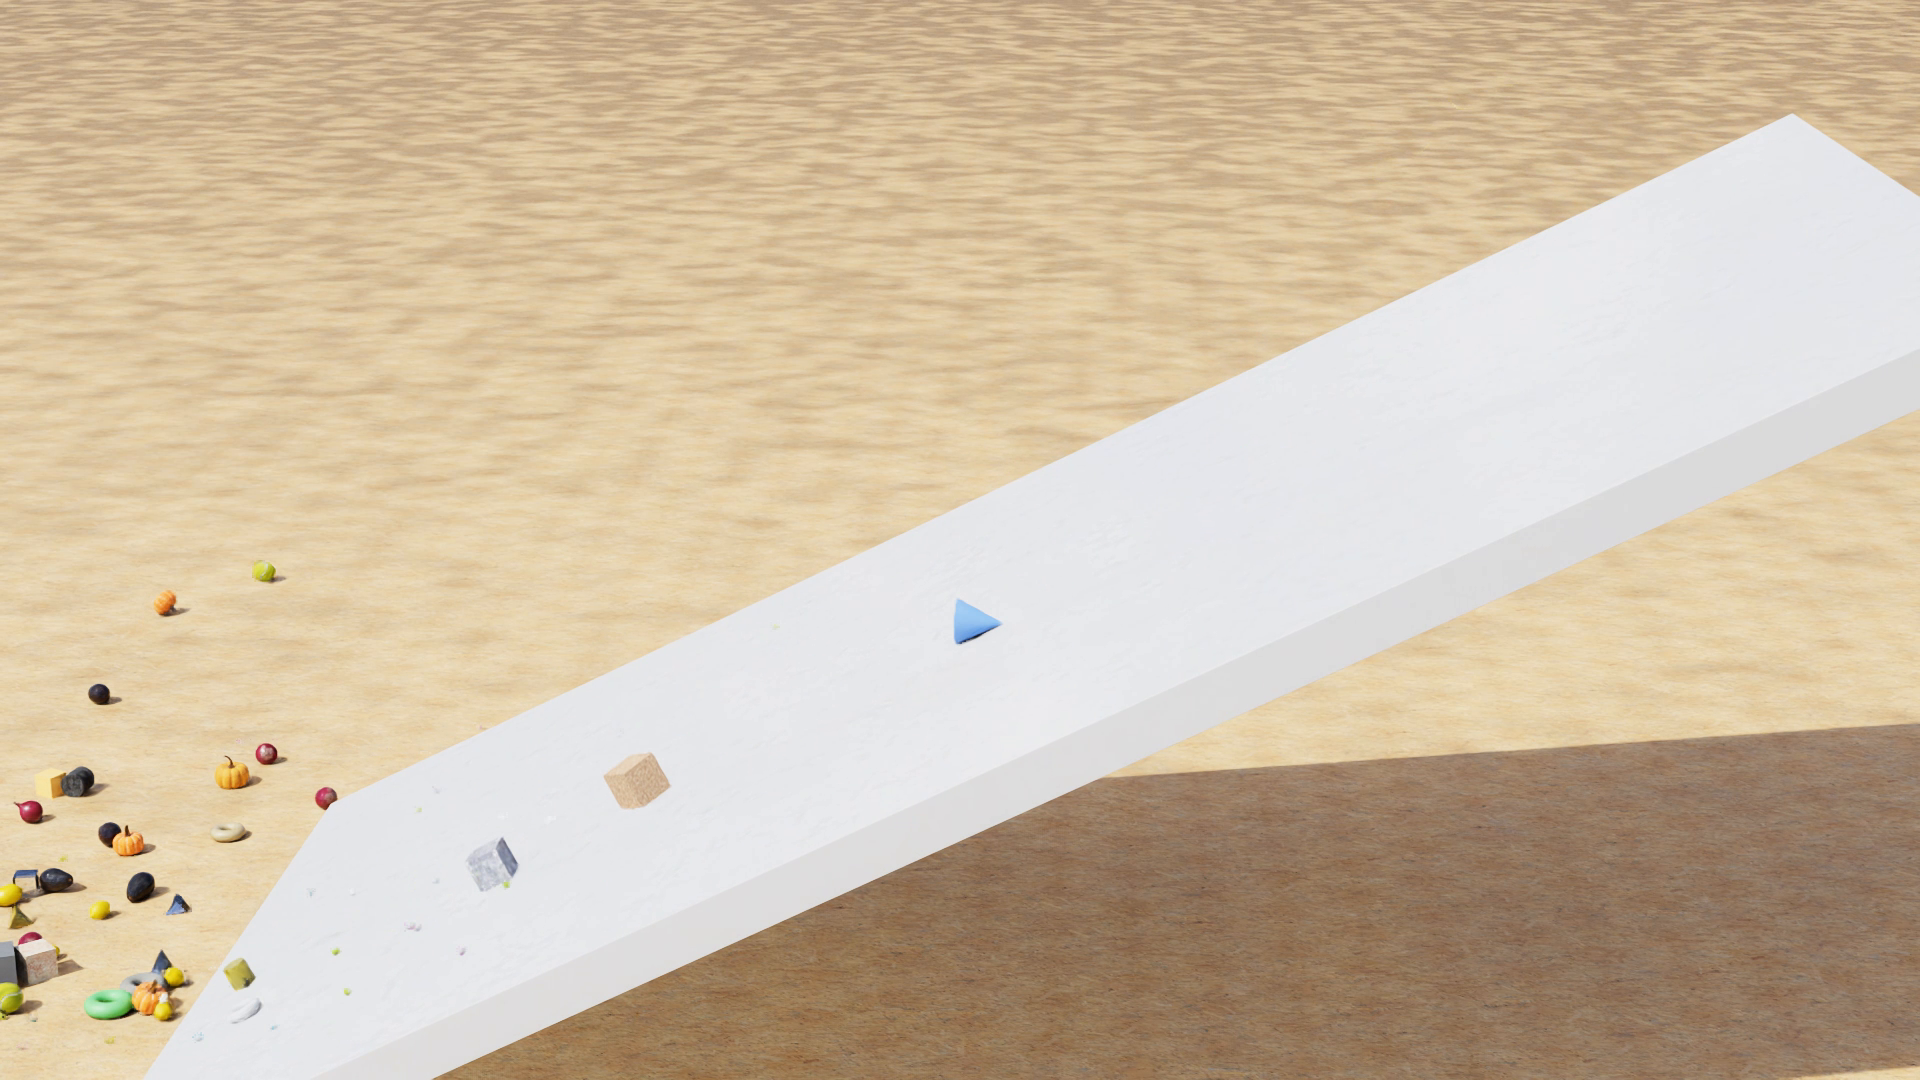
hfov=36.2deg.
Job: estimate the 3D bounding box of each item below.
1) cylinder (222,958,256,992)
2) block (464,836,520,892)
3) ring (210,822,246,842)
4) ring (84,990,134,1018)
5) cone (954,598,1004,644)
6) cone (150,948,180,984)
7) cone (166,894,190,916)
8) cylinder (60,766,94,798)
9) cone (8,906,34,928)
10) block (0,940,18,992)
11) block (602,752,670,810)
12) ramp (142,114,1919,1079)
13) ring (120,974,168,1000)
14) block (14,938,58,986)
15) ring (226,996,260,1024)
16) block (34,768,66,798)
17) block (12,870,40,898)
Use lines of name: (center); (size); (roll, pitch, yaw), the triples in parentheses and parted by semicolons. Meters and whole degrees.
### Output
cylinder: (-1.563, 0.941, 6.377); (0.053, 0.053, 0.053); (-26, 14, 7)
block: (-0.983, 0.681, 6.174); (0.074, 0.074, 0.074); (-25, 14, 10)
ring: (-1.887, 0.752, 7.579); (0.090, 0.030, 0.090); (-1, 15, 0)
ring: (-1.909, 1.041, 6.599); (0.109, 0.036, 0.109); (0, 16, 0)
cone: (0.042, 0.172, 6.143); (0.098, 0.098, 0.098); (2, 17, 7)
cone: (-1.834, 0.973, 6.763); (0.073, 0.073, 0.073); (0, 17, 0)
cone: (-1.901, 0.893, 7.118); (0.053, 0.053, 0.053); (-41, 36, -25)
cylinder: (-2.361, 0.647, 7.871); (0.065, 0.065, 0.065); (3, 17, 10)
cone: (-2.246, 0.911, 7.052); (0.057, 0.057, 0.057); (22, 7, -25)
block: (-2.204, 0.978, 6.722); (0.086, 0.086, 0.086); (-6, 18, -19)
block: (-0.682, 0.509, 6.208); (0.085, 0.085, 0.085); (-37, 17, -35)
ramp: (0.139, 0.168, 6.281); (4.000, 0.100, 2.000); (-25, 14, 10)
ring: (-1.857, 1.015, 6.687); (0.106, 0.035, 0.106); (0, 15, 0)
block: (-2.127, 0.971, 6.773); (0.071, 0.071, 0.071); (-13, 21, -38)
ring: (-1.498, 0.984, 6.154); (0.077, 0.026, 0.077); (-25, 15, 7)
block: (-2.432, 0.651, 7.870); (0.058, 0.058, 0.058); (9, 19, 27)
block: (-2.294, 0.845, 7.227); (0.053, 0.053, 0.053); (-2, 17, -8)
